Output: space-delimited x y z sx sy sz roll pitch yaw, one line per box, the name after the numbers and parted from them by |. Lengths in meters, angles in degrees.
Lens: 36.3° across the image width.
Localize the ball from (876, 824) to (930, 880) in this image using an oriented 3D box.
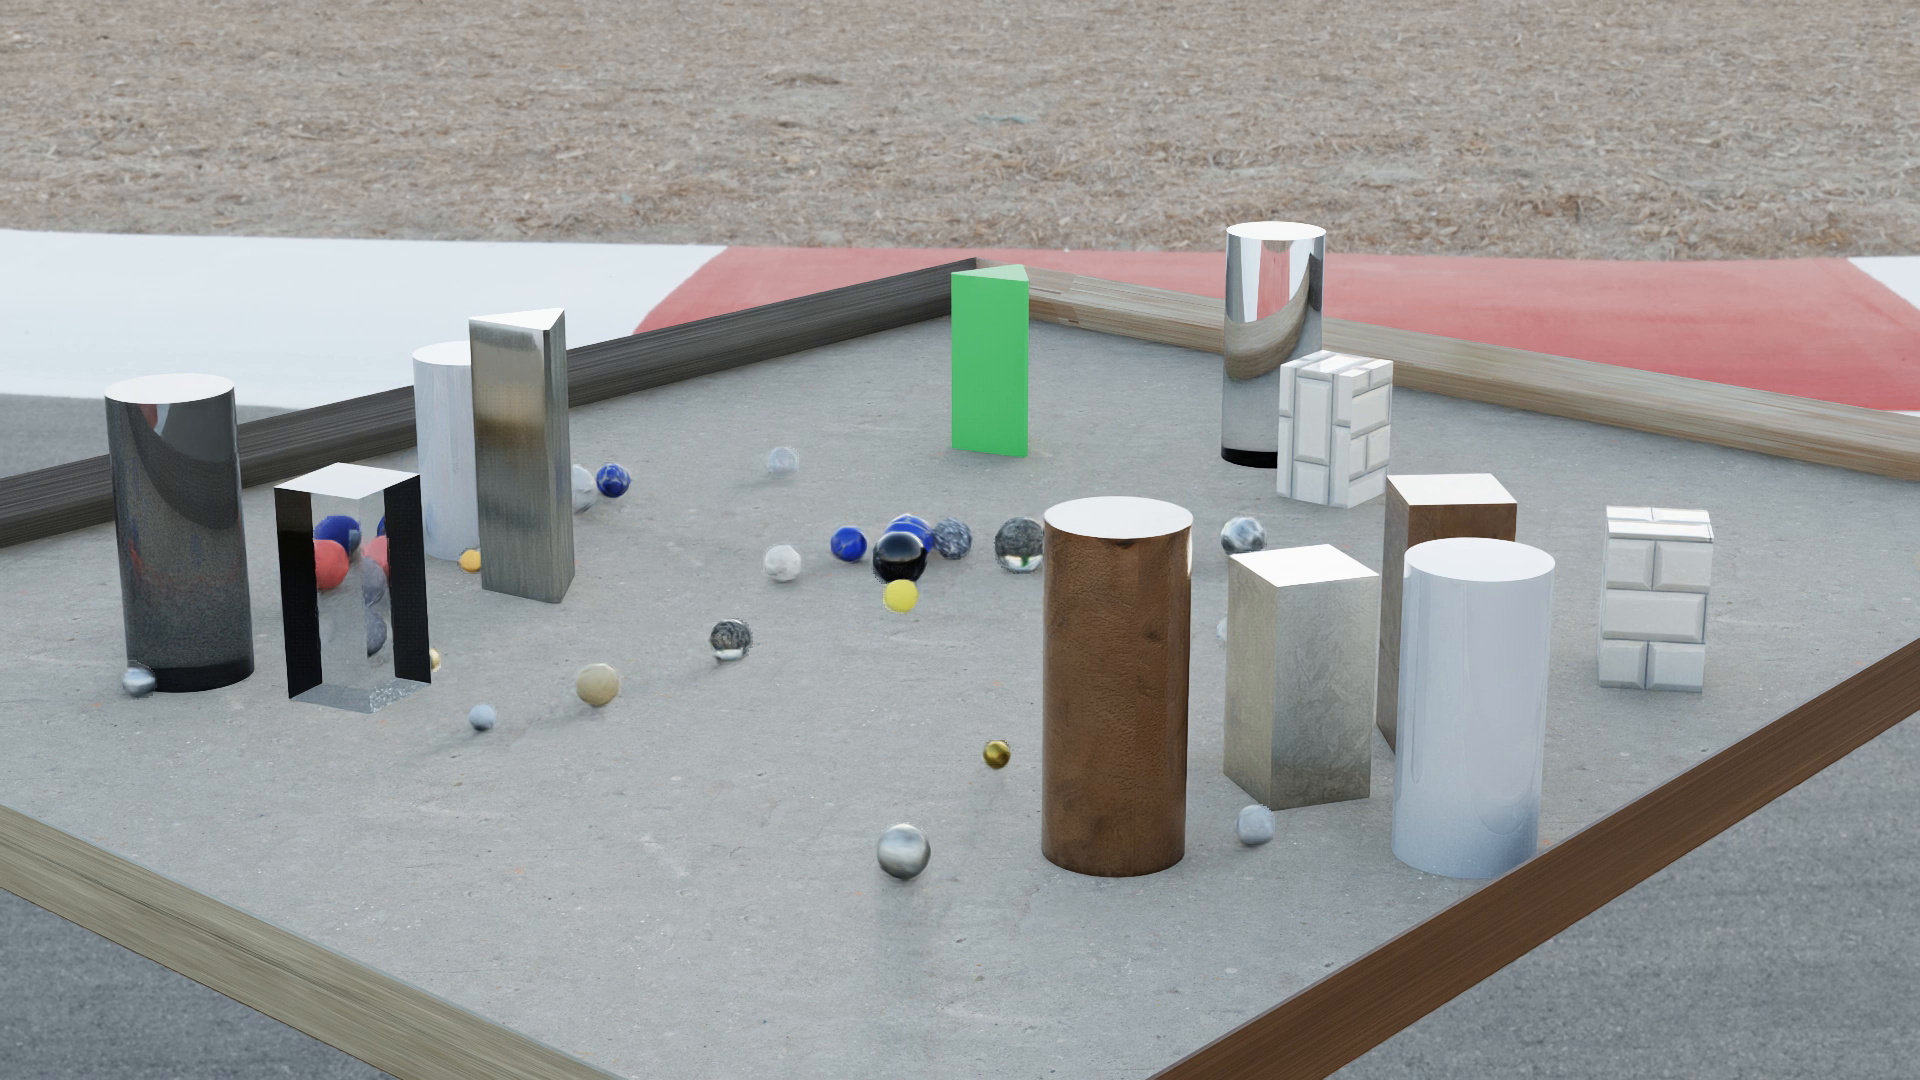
-0.076 0.419 3.938 0.073 0.073 0.073 0 17 0 | ball

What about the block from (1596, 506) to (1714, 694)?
1.112 0.093 4.699 0.159 0.257 0.159 3 17 10 | block

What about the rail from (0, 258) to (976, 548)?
-1.128 -0.250 6.058 0.045 0.129 3.616 14 22 39 | rail

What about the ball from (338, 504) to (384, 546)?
-1.101 -0.026 5.395 0.084 0.084 0.084 0 17 0 | ball

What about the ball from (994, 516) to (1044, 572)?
0.112 0.008 5.255 0.099 0.099 0.099 0 17 0 | ball

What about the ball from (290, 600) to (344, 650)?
-1.057 0.140 4.819 0.085 0.085 0.085 0 17 0 | ball

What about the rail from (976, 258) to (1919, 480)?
1.170 -0.356 6.410 3.036 0.129 0.045 14 22 39 | rail

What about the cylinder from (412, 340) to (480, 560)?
-0.892 -0.165 5.368 0.198 0.365 0.198 0 17 0 | cylinder

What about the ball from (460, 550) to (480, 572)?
-0.876 0.038 5.255 0.042 0.042 0.042 0 17 0 | ball

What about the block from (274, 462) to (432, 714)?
-0.952 0.074 4.605 0.159 0.348 0.159 8 18 25 | block

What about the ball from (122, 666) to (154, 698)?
-1.296 0.224 4.625 0.049 0.049 0.049 0 17 0 | ball

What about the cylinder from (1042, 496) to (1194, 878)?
0.211 0.197 3.972 0.198 0.477 0.198 0 17 0 | cylinder

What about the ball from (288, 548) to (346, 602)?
-1.114 0.062 5.078 0.097 0.097 0.097 0 17 0 | ball

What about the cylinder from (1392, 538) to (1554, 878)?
0.694 0.226 3.977 0.198 0.419 0.198 0 17 0 | cylinder

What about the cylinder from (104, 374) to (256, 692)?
-1.242 -0.012 4.676 0.198 0.472 0.198 0 17 0 | cylinder

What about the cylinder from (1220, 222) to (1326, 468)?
0.635 -0.397 5.960 0.198 0.469 0.198 0 17 0 | cylinder

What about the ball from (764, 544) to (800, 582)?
-0.315 0.041 5.207 0.065 0.065 0.065 0 17 0 | ball

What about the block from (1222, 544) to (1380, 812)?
0.488 0.196 4.220 0.159 0.336 0.159 -6 18 -19 | block

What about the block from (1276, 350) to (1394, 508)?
0.731 -0.217 5.720 0.159 0.262 0.159 12 21 35 | block

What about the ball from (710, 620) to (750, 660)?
-0.376 0.163 4.795 0.067 0.067 0.067 0 17 0 | ball

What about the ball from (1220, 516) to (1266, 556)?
0.513 -0.002 5.321 0.081 0.081 0.081 0 17 0 | ball

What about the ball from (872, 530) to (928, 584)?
-0.107 0.032 5.178 0.098 0.098 0.098 0 17 0 | ball

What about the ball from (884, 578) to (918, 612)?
-0.100 0.095 5.039 0.057 0.057 0.057 0 17 0 | ball

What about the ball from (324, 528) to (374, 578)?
-1.089 0.023 5.223 0.089 0.089 0.089 0 17 0 | ball

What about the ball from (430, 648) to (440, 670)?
-0.863 0.193 4.744 0.040 0.040 0.040 0 17 0 | ball

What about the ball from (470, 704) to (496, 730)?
-0.730 0.271 4.483 0.040 0.040 0.040 0 17 0 | ball

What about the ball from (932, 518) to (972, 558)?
-0.015 -0.003 5.338 0.073 0.073 0.073 0 17 0 | ball

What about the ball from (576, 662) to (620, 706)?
-0.567 0.226 4.588 0.067 0.067 0.067 0 17 0 | ball

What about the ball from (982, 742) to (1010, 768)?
0.054 0.317 4.329 0.041 0.041 0.041 0 17 0 | ball

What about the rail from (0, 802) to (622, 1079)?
-1.170 0.421 3.830 3.036 0.129 0.045 14 22 39 | rail

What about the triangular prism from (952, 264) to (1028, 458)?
0.092 -0.376 6.066 0.172 0.368 0.149 8 19 26 | triangular prism

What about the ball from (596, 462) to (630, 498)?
-0.678 -0.117 5.725 0.067 0.067 0.067 0 17 0 | ball

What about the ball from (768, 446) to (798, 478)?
-0.355 -0.156 5.865 0.061 0.061 0.061 0 17 0 | ball

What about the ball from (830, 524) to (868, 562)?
-0.202 0.006 5.316 0.068 0.068 0.068 0 17 0 | ball

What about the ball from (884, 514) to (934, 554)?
-0.093 -0.002 5.305 0.090 0.090 0.090 0 17 0 | ball

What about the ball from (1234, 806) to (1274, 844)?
0.407 0.394 4.053 0.054 0.054 0.054 0 17 0 | ball

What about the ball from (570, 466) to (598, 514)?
-0.741 -0.095 5.607 0.095 0.095 0.095 0 17 0 | ball

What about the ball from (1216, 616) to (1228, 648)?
0.452 0.153 4.850 0.056 0.056 0.056 0 17 0 | ball

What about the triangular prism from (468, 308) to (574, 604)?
-0.731 -0.153 5.120 0.172 0.487 0.149 10 20 30 | triangular prism

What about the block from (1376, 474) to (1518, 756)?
0.726 0.114 4.390 0.159 0.395 0.159 -1 17 -4 | block

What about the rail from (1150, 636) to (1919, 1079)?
1.128 0.315 4.182 0.045 0.129 3.616 14 22 39 | rail
